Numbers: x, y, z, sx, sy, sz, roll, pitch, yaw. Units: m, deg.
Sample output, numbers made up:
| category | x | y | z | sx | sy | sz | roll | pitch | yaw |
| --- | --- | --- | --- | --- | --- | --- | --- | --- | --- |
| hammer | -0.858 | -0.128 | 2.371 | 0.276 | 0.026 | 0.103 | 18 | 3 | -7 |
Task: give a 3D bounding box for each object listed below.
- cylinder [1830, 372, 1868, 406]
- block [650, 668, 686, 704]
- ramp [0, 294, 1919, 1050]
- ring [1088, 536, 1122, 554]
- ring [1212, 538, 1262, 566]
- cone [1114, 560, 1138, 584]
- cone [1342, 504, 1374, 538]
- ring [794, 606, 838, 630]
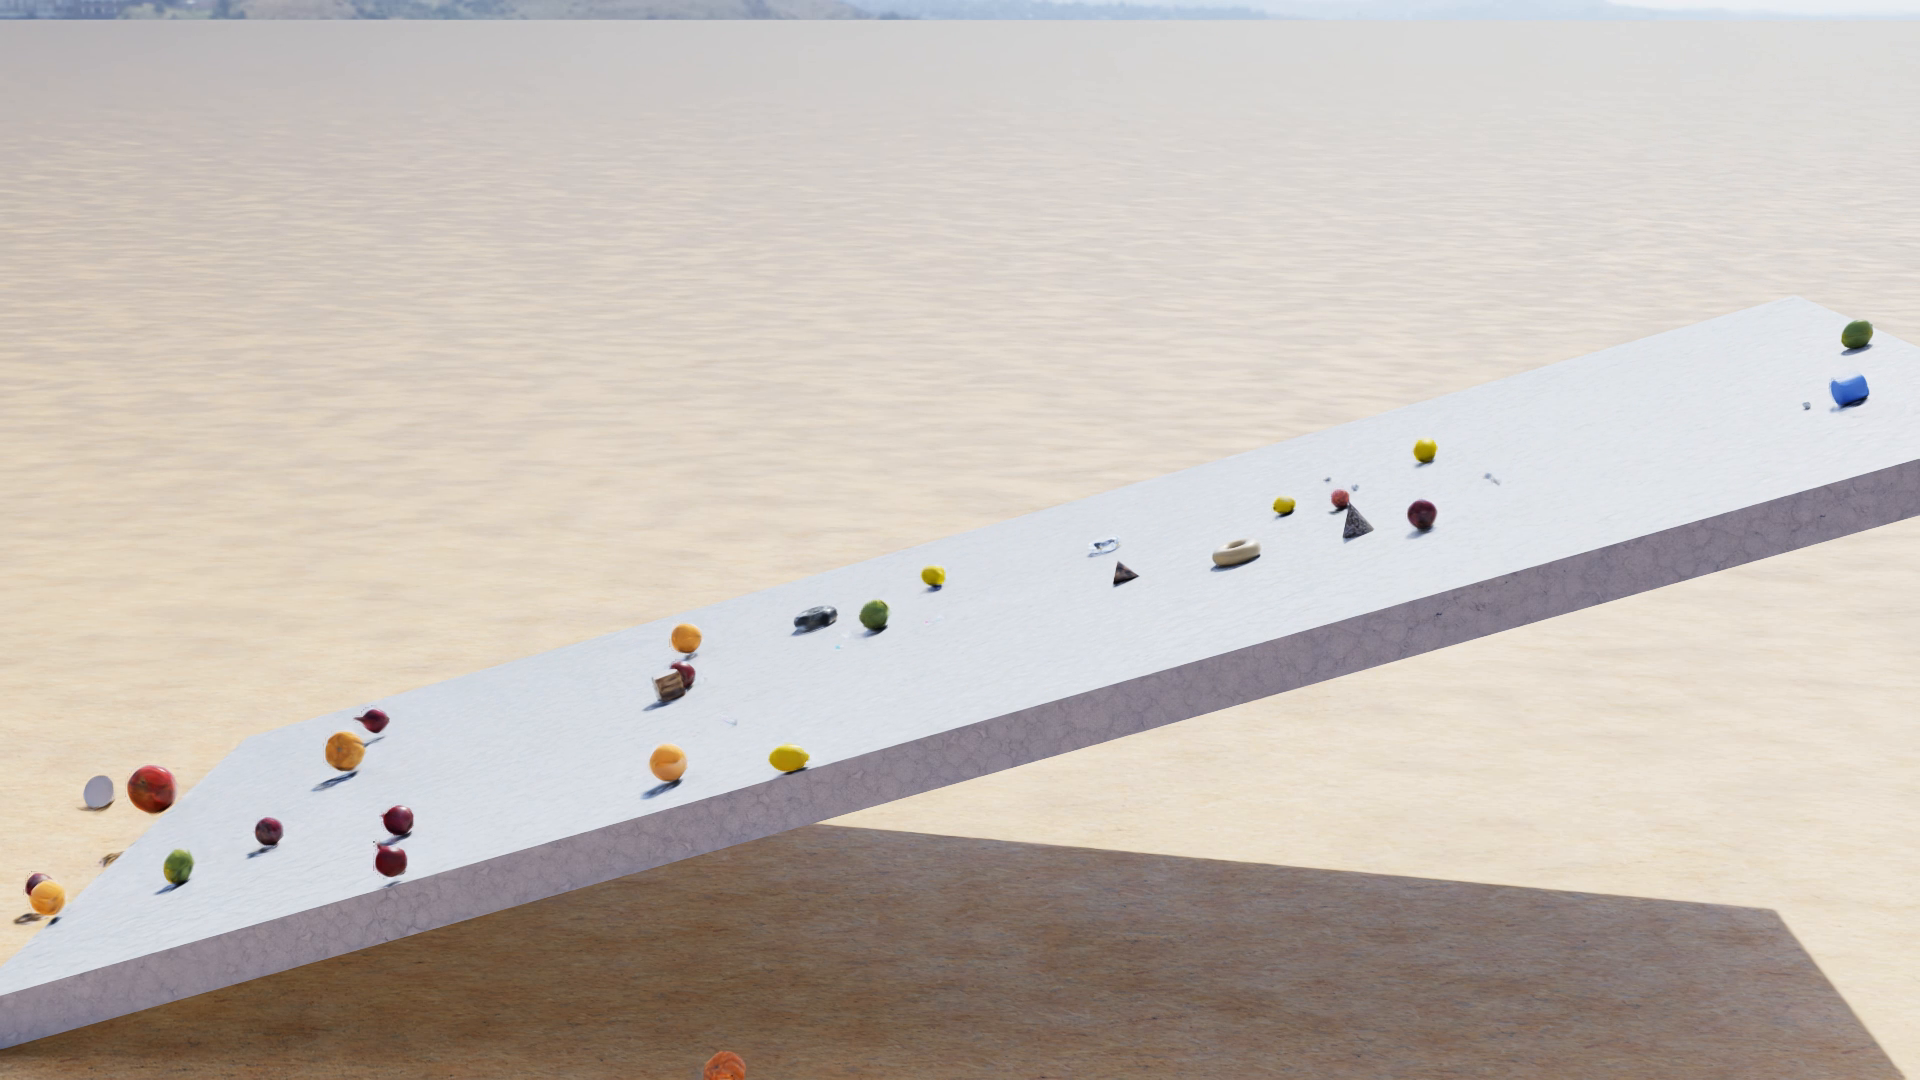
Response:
| category | x | y | z | sx | sy | sz | roll | pitch | yaw |
| --- | --- | --- | --- | --- | --- | --- | --- | --- | --- |
| cylinder | 1.749 | -0.297 | 5.785 | 0.053 | 0.053 | 0.053 | -18 | 13 | -7 |
| block | -0.631 | 0.315 | 6.358 | 0.055 | 0.055 | 0.055 | -19 | 10 | -15 |
| ramp | 0.091 | 0.187 | 6.320 | 4.000 | 0.100 | 2.000 | -16 | 10 | 5 |
| ring | 0.323 | 0.009 | 6.550 | 0.076 | 0.025 | 0.076 | -16 | 11 | 3 |
| ring | 0.567 | 0.025 | 6.027 | 0.104 | 0.035 | 0.104 | -17 | 11 | 3 |
| cone | 0.351 | 0.071 | 6.163 | 0.052 | 0.052 | 0.052 | 11 | 12 | 4 |
| cone | 0.796 | -0.046 | 5.942 | 0.067 | 0.067 | 0.067 | -16 | 10 | 3 |
| ring | -0.327 | 0.177 | 6.678 | 0.105 | 0.035 | 0.105 | -15 | 10 | 3 |
